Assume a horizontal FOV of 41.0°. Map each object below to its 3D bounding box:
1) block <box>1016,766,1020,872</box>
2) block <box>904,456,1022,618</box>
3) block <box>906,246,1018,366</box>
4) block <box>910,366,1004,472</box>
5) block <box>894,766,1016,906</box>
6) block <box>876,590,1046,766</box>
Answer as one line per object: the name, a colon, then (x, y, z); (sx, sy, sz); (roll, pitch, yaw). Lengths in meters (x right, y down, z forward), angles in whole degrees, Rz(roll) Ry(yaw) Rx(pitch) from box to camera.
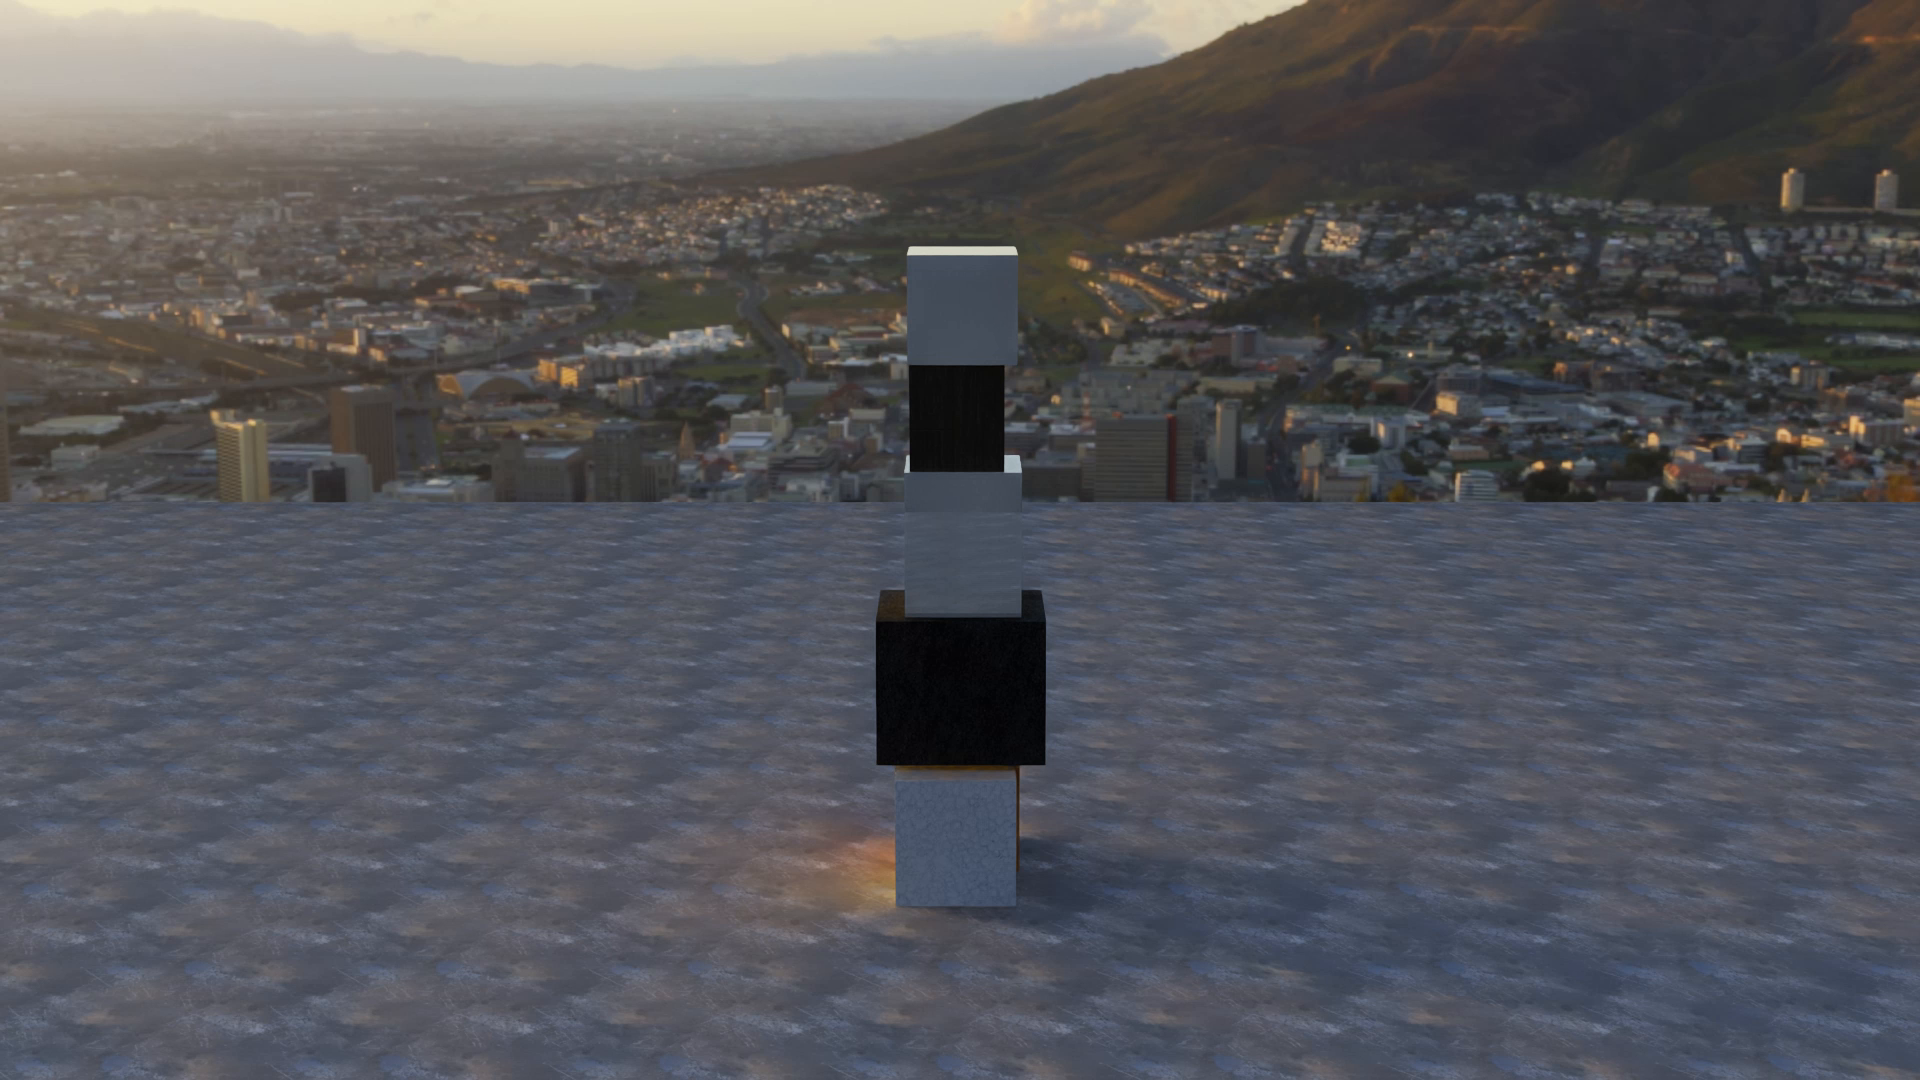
block: (-0.011, 1.148, 11.636); (0.549, 0.578, 0.510); (0, 10, 0)
block: (0.014, -0.022, 11.176); (0.499, 0.626, 0.506); (0, 10, 0)
block: (0.010, -1.008, 10.997); (0.463, 0.462, 0.522); (0, 10, 0)
block: (-0.013, -0.556, 11.079); (0.403, 0.458, 0.447); (0, 10, 0)
block: (-0.018, 1.251, 11.143); (0.515, 0.552, 0.476); (0, 10, 0)
block: (0.004, 0.596, 11.289); (0.724, 0.631, 0.678); (0, 10, 0)
